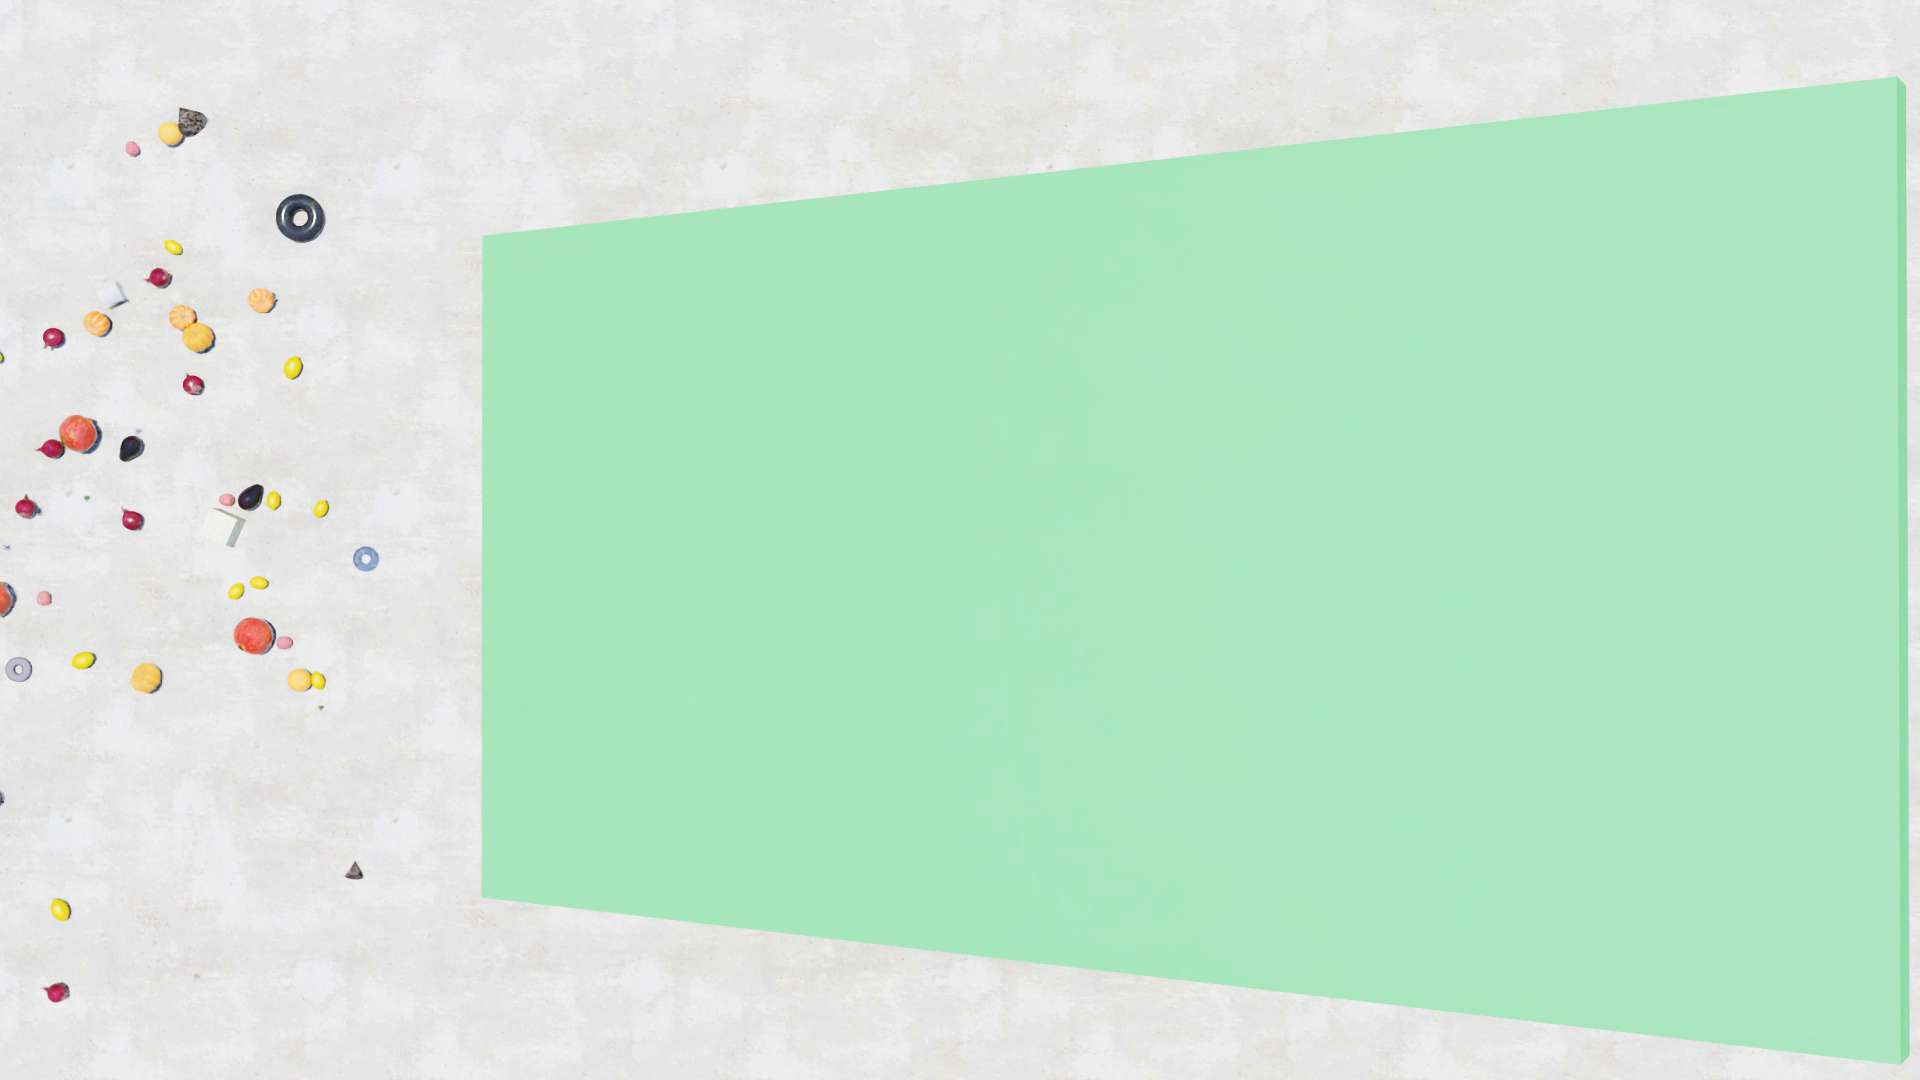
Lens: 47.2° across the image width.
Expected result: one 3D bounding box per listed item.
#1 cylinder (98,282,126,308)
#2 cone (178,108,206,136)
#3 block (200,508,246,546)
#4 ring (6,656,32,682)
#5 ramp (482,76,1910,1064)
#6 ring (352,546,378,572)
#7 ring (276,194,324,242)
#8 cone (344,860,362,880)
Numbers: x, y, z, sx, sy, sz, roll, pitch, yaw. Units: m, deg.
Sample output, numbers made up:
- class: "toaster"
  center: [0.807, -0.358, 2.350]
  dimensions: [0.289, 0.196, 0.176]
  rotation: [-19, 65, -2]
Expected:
- class: "cylinder"
  center: [-2.584, -0.746, 6.705]
  dimensions: [0.060, 0.060, 0.060]
  rotation: [-27, 90, 0]
- class: "cone"
  center: [-2.366, -1.298, 6.719]
  dimensions: [0.090, 0.090, 0.090]
  rotation: [-43, 63, 0]
- class: "block"
  center: [-2.241, -0.040, 6.685]
  dimensions: [0.088, 0.088, 0.088]
  rotation: [24, 90, 0]
- class: "ring"
  center: [-2.875, 0.395, 6.712]
  dimensions: [0.078, 0.026, 0.078]
  rotation: [0, 90, -1]
- class: "ramp"
  center: [0.255, 0.070, 5.588]
  dimensions: [4.000, 0.100, 2.000]
  rotation: [0, 89, 33]
- class: "ring"
  center: [-1.814, 0.058, 6.715]
  dimensions: [0.080, 0.027, 0.080]
  rotation: [0, 90, 1]
- class: "ring"
  center: [-2.015, -0.984, 6.713]
  dimensions: [0.147, 0.049, 0.147]
  rotation: [0, 91, 0]
- class: "cone"
  center: [-1.848, 1.002, 6.708]
  dimensions: [0.053, 0.053, 0.053]
  rotation: [-1, 63, 0]
